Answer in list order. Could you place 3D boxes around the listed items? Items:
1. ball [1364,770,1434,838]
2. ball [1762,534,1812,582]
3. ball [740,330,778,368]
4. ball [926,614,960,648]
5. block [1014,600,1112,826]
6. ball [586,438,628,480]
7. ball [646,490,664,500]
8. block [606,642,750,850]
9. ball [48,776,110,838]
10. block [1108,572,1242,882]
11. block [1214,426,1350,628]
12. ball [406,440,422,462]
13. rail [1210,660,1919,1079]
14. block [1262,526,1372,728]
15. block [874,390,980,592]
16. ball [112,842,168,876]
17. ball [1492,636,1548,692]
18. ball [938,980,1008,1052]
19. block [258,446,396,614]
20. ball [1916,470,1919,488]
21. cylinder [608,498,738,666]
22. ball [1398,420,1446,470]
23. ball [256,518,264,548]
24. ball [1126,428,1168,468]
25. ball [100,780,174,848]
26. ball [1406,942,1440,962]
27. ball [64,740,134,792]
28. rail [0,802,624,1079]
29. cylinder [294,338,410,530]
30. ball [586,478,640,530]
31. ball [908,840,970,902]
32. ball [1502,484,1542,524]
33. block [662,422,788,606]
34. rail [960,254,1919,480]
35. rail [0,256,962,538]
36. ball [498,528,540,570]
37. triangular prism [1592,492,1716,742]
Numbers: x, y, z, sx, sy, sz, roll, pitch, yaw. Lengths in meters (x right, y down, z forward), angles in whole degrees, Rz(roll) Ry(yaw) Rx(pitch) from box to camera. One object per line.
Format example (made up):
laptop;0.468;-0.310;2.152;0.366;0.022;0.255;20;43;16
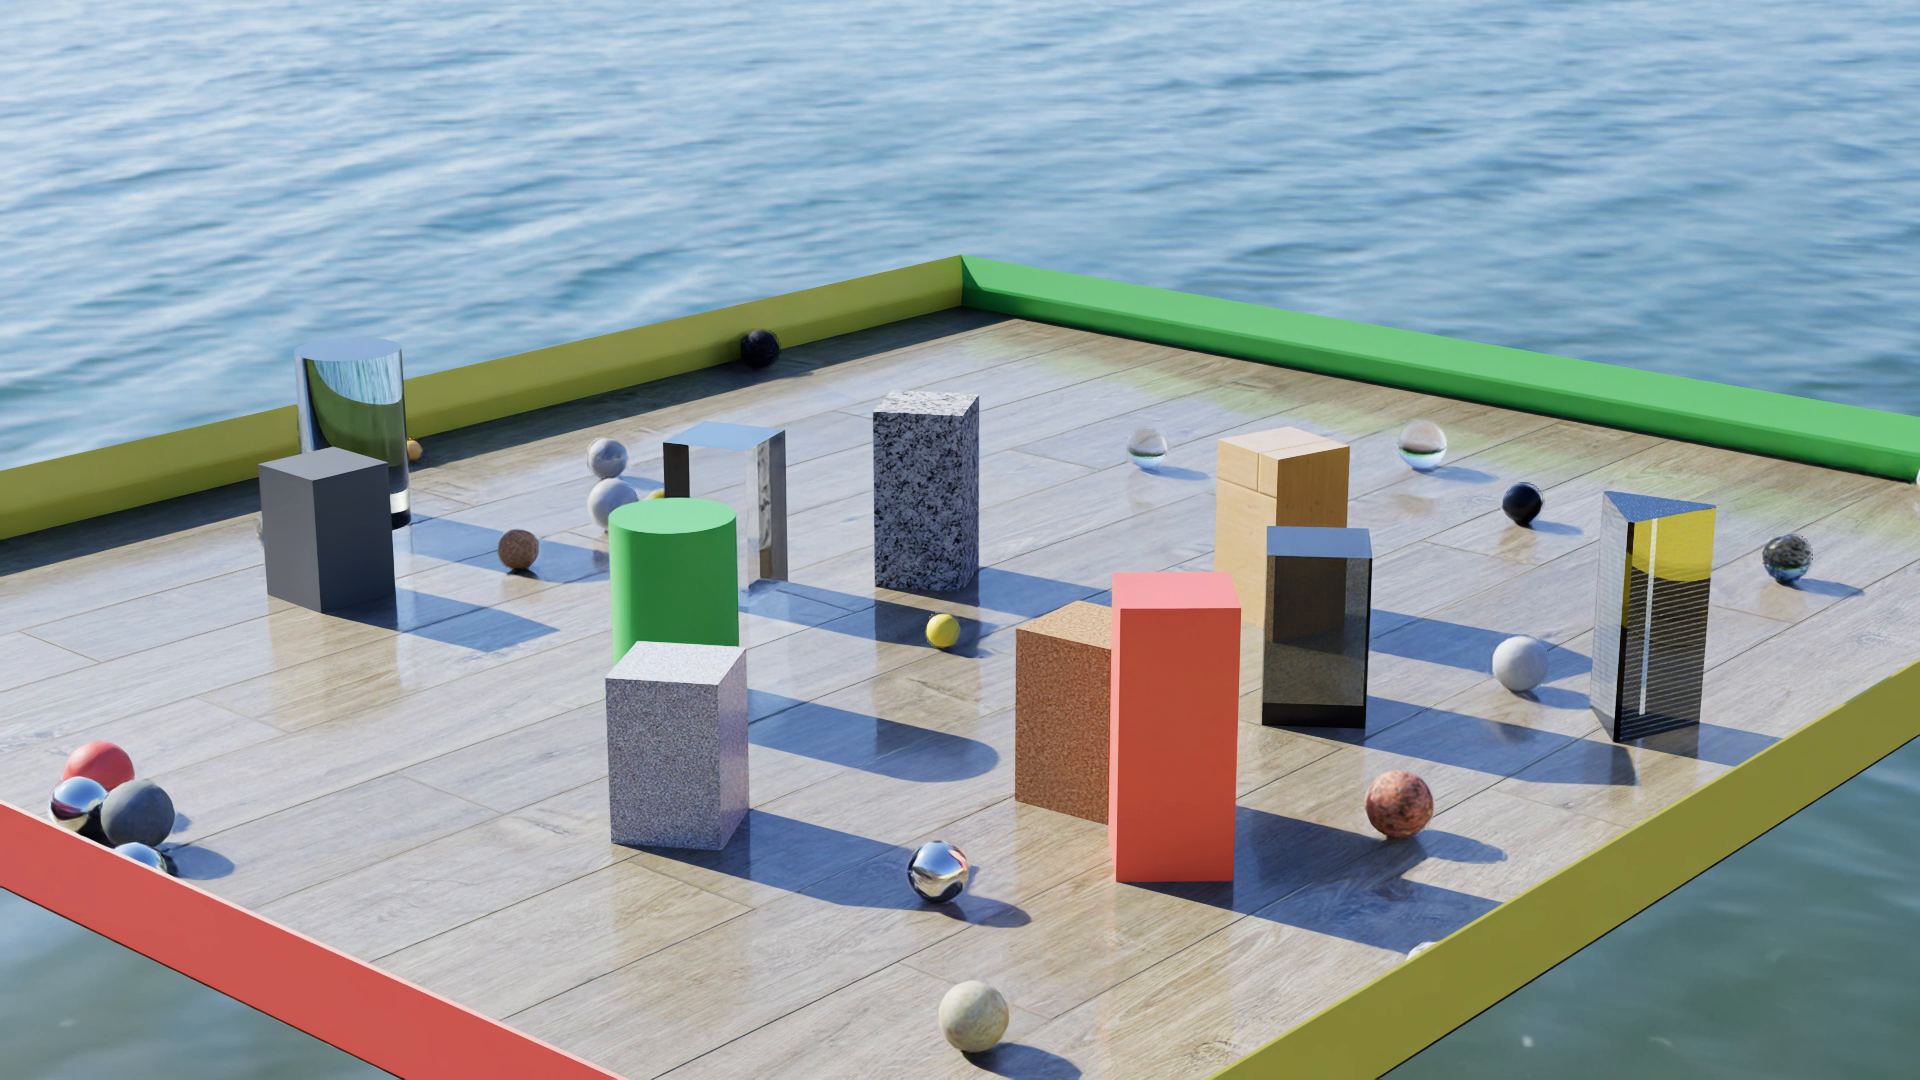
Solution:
ball;0.610;0.366;4.073;0.094;0.094;0.094;0;17;0
ball;1.465;0.032;5.198;0.084;0.084;0.084;0;17;0
ball;-0.463;-0.441;6.765;0.087;0.087;0.087;0;17;0
ball;-0.028;0.150;4.856;0.056;0.056;0.056;0;17;0
block;0.189;0.244;4.189;0.158;0.261;0.158;12;20;34
ball;-0.703;-0.163;5.854;0.084;0.084;0.084;0;17;0
ball;-0.553;-0.054;5.487;0.081;0.081;0.081;0;17;0
block;-0.392;0.285;4.086;0.158;0.242;0.158;3;17;10
ball;-1.222;0.371;4.074;0.085;0.085;0.085;0;17;0
block;0.287;0.251;3.952;0.158;0.385;0.158;0;17;-1
block;0.547;-0.021;5.001;0.158;0.300;0.158;-11;20;-32
ball;-1.120;-0.182;5.978;0.044;0.044;0.044;0;17;0
rail;1.164;0.324;4.152;0.045;0.128;3.613;14;22;39
block;0.550;0.133;4.536;0.158;0.273;0.158;2;17;5
block;-0.058;-0.088;5.193;0.158;0.319;0.158;3;17;11
ball;-1.083;0.440;3.844;0.086;0.086;0.086;0;17;0
ball;0.888;0.196;4.650;0.087;0.087;0.087;0;17;0
ball;0.016;0.560;3.448;0.083;0.083;0.083;0;17;0
block;-1.101;-0.019;5.106;0.158;0.237;0.158;15;22;40
ball;1.905;-0.121;5.761;0.053;0.053;0.053;0;17;0
cylinder;-0.445;0.106;4.580;0.197;0.301;0.197;0;17;0
ball;0.933;-0.192;5.920;0.099;0.099;0.099;0;17;0
ball;-1.243;-0.015;5.356;0.084;0.084;0.084;0;17;0
ball;0.377;-0.185;5.924;0.083;0.083;0.083;0;17;0
ball;-1.129;0.379;4.026;0.098;0.098;0.098;0;17;0
ball;0.579;0.525;3.594;0.066;0.066;0.066;0;17;0
ball;-1.226;0.335;4.174;0.097;0.097;0.097;0;17;0
rail;-1.169;0.421;3.831;3.131;0.128;0.045;14;22;39
cylinder;-1.143;-0.196;5.523;0.197;0.335;0.197;0;17;0
ball;-0.651;-0.066;5.502;0.098;0.098;0.098;0;17;0
ball;-0.029;0.437;3.862;0.081;0.081;0.081;0;17;0
ball;1.064;-0.069;5.553;0.074;0.074;0.074;0;17;0
block;-0.408;-0.047;5.125;0.158;0.279;0.158;7;18;21
rail;1.169;-0.356;6.409;3.131;0.128;0.045;14;22;39
rail;-1.164;-0.260;6.088;0.045;0.128;3.613;14;22;39
ball;-0.793;0.016;5.272;0.073;0.073;0.073;0;17;0
triangular prism;1.027;0.110;4.486;0.171;0.348;0.148;-10;19;-29
